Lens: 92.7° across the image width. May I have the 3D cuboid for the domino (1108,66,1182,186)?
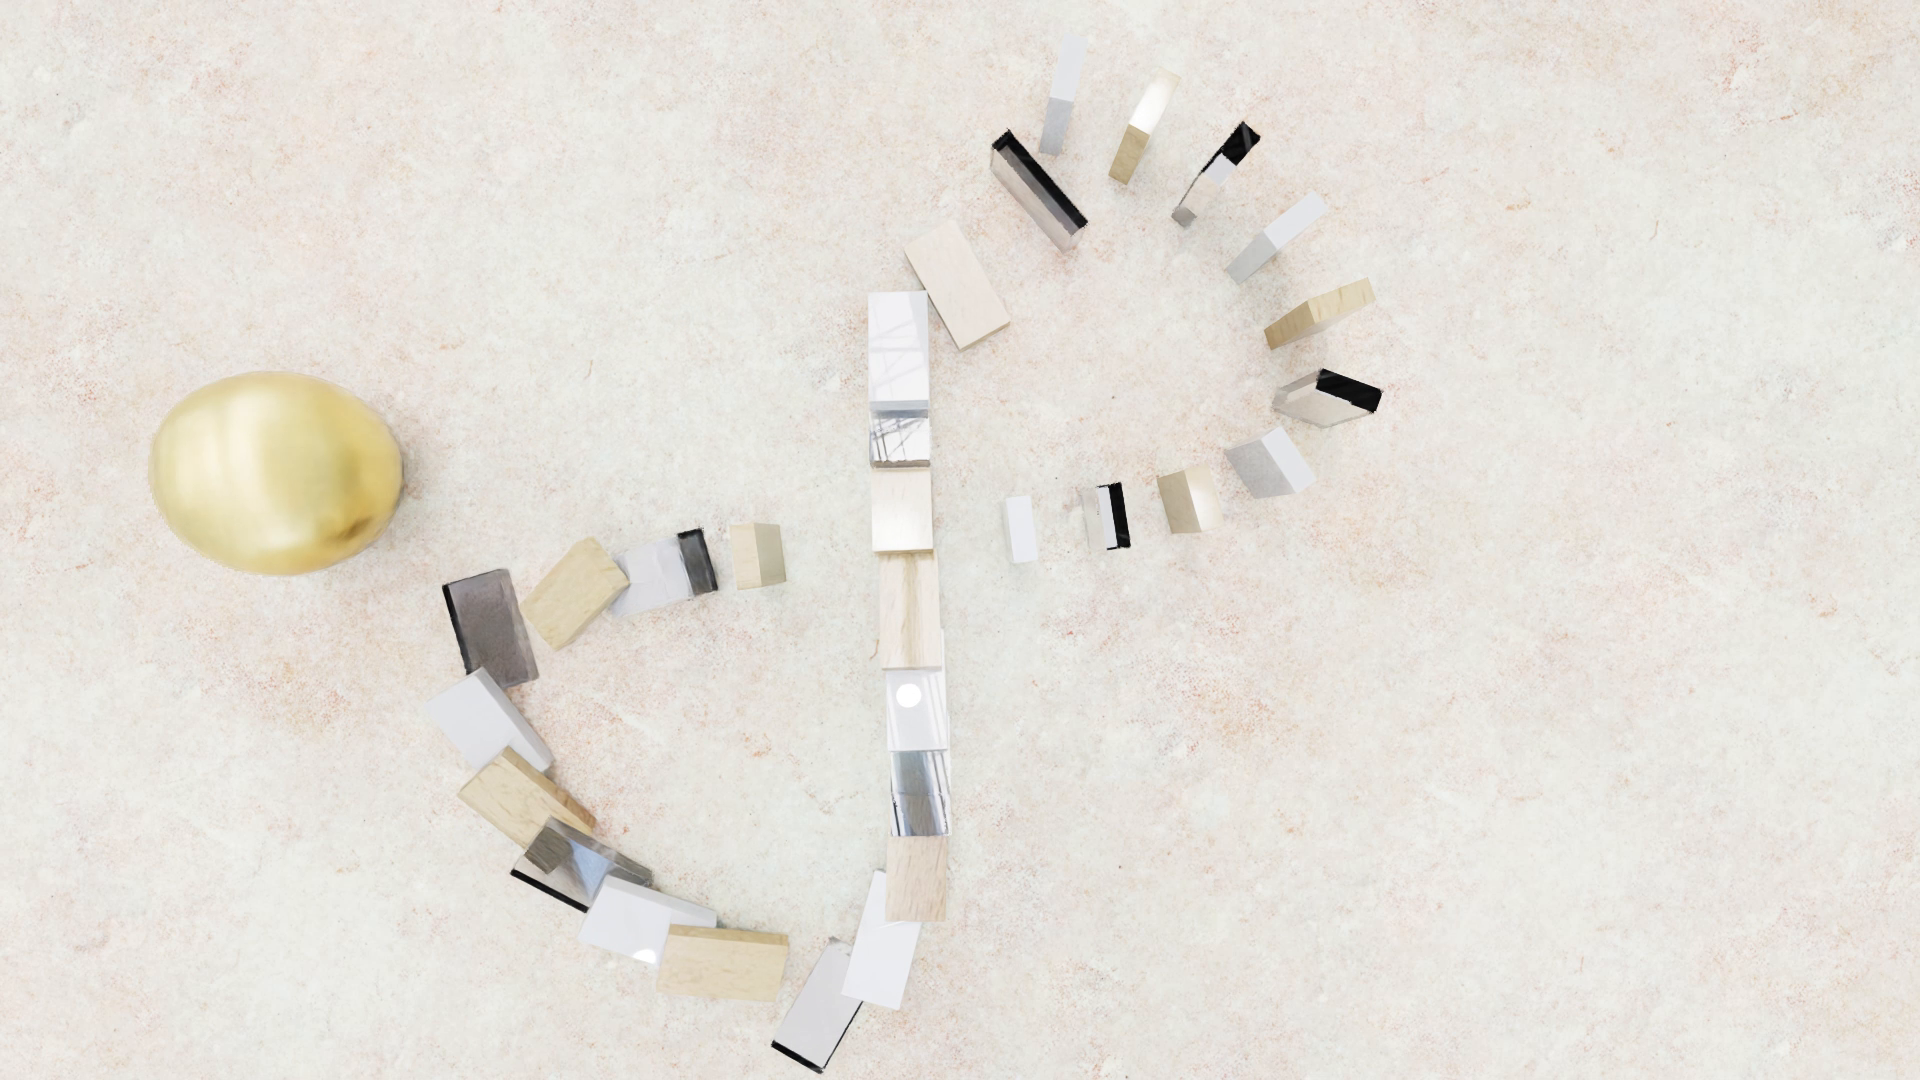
[{"bbox_3d":[0.075,-0.168,0.375,0.010,0.050,0.025,28,90,0],"label":"domino"}]

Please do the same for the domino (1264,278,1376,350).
[{"bbox_3d":[0.146,-0.092,0.375,0.025,0.050,0.010,-21,90,0],"label":"domino"}]

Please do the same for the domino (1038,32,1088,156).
[{"bbox_3d":[0.042,-0.181,0.375,0.009,0.050,0.025,13,90,0],"label":"domino"}]

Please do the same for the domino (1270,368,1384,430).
[{"bbox_3d":[0.149,-0.057,0.375,0.025,0.050,0.009,20,90,0],"label":"domino"}]

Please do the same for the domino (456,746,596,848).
[{"bbox_3d":[-0.183,0.114,0.388,0.025,0.009,0.050,-42,107,0],"label":"domino"}]

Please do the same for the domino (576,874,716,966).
[{"bbox_3d":[-0.132,0.163,0.388,0.050,0.009,0.025,27,90,-16],"label":"domino"}]

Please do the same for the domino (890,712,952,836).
[{"bbox_3d":[-0.017,0.099,0.389,0.025,0.010,0.050,-1,74,0],"label":"domino"}]

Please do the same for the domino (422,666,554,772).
[{"bbox_3d":[-0.199,0.082,0.389,0.025,0.010,0.050,-31,105,0],"label":"domino"}]

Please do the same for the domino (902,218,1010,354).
[{"bbox_3d":[-0.001,-0.109,0.395,0.025,0.010,0.050,-29,90,0],"label":"domino"}]

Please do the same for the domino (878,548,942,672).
[{"bbox_3d":[-0.021,0.029,0.389,0.025,0.010,0.050,-2,74,0],"label":"domino"}]

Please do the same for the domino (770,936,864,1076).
[{"bbox_3d":[-0.058,0.200,0.395,0.025,0.010,0.050,30,90,0],"label":"domino"}]

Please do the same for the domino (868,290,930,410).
[{"bbox_3d":[-0.026,-0.080,0.386,0.025,0.010,0.050,-2,74,0],"label":"domino"}]

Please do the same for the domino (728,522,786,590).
[{"bbox_3d":[-0.082,0.006,0.375,0.009,0.050,0.025,-7,90,0],"label":"domino"}]

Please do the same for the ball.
[{"bbox_3d":[-0.265,-0.026,0.360,0.080,0.080,0.080,0,90,0],"label":"ball"}]

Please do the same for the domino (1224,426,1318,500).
[{"bbox_3d":[0.126,-0.031,0.375,0.010,0.050,0.025,-34,90,0],"label":"domino"}]

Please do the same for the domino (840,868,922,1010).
[{"bbox_3d":[-0.031,0.169,0.389,0.025,0.010,0.050,16,75,0],"label":"domino"}]

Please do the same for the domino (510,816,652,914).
[{"bbox_3d":[-0.160,0.141,0.388,0.050,0.009,0.025,37,90,-17],"label":"domino"}]

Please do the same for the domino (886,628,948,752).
[{"bbox_3d":[-0.018,0.064,0.389,0.025,0.010,0.050,-2,74,0],"label":"domino"}]

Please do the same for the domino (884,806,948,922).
[{"bbox_3d":[-0.018,0.134,0.388,0.025,0.009,0.050,1,74,0],"label":"domino"}]

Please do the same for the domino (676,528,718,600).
[{"bbox_3d":[-0.109,0.011,0.375,0.009,0.050,0.025,-15,90,-20],"label":"domino"}]

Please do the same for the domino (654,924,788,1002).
[{"bbox_3d":[-0.101,0.179,0.388,0.050,0.010,0.025,13,92,-16],"label":"domino"}]

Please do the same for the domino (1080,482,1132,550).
[{"bbox_3d":[0.059,-0.009,0.375,0.010,0.050,0.025,-9,90,0],"label":"domino"}]

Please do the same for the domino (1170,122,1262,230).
[{"bbox_3d":[0.104,-0.148,0.375,0.010,0.050,0.025,40,90,0],"label":"domino"}]

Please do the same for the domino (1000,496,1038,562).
[{"bbox_3d":[0.024,-0.004,0.375,0.010,0.050,0.025,-8,90,0],"label":"domino"}]

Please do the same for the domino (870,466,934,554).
[{"bbox_3d":[-0.025,-0.020,0.391,0.025,0.010,0.050,-2,79,0],"label":"domino"}]

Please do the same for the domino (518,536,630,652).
[{"bbox_3d":[-0.162,0.023,0.384,0.050,0.009,0.025,-39,90,28],"label":"domino"}]

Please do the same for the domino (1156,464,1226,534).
[{"bbox_3d":[0.094,-0.016,0.375,0.010,0.050,0.025,-16,90,0],"label":"domino"}]

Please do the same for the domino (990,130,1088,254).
[{"bbox_3d":[0.033,-0.146,0.388,0.009,0.025,0.050,-41,90,0],"label":"domino"}]

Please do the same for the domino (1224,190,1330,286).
[{"bbox_3d":[0.128,-0.122,0.375,0.025,0.050,0.010,-38,90,0],"label":"domino"}]

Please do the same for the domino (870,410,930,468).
[{"bbox_3d":[-0.025,-0.056,0.389,0.025,0.009,0.050,-1,74,0],"label":"domino"}]

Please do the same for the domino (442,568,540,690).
[{"bbox_3d":[-0.202,0.040,0.395,0.025,0.010,0.050,-16,90,0],"label":"domino"}]

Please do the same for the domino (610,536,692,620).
[{"bbox_3d":[-0.131,0.016,0.380,0.050,0.009,0.025,-15,90,43],"label":"domino"}]
